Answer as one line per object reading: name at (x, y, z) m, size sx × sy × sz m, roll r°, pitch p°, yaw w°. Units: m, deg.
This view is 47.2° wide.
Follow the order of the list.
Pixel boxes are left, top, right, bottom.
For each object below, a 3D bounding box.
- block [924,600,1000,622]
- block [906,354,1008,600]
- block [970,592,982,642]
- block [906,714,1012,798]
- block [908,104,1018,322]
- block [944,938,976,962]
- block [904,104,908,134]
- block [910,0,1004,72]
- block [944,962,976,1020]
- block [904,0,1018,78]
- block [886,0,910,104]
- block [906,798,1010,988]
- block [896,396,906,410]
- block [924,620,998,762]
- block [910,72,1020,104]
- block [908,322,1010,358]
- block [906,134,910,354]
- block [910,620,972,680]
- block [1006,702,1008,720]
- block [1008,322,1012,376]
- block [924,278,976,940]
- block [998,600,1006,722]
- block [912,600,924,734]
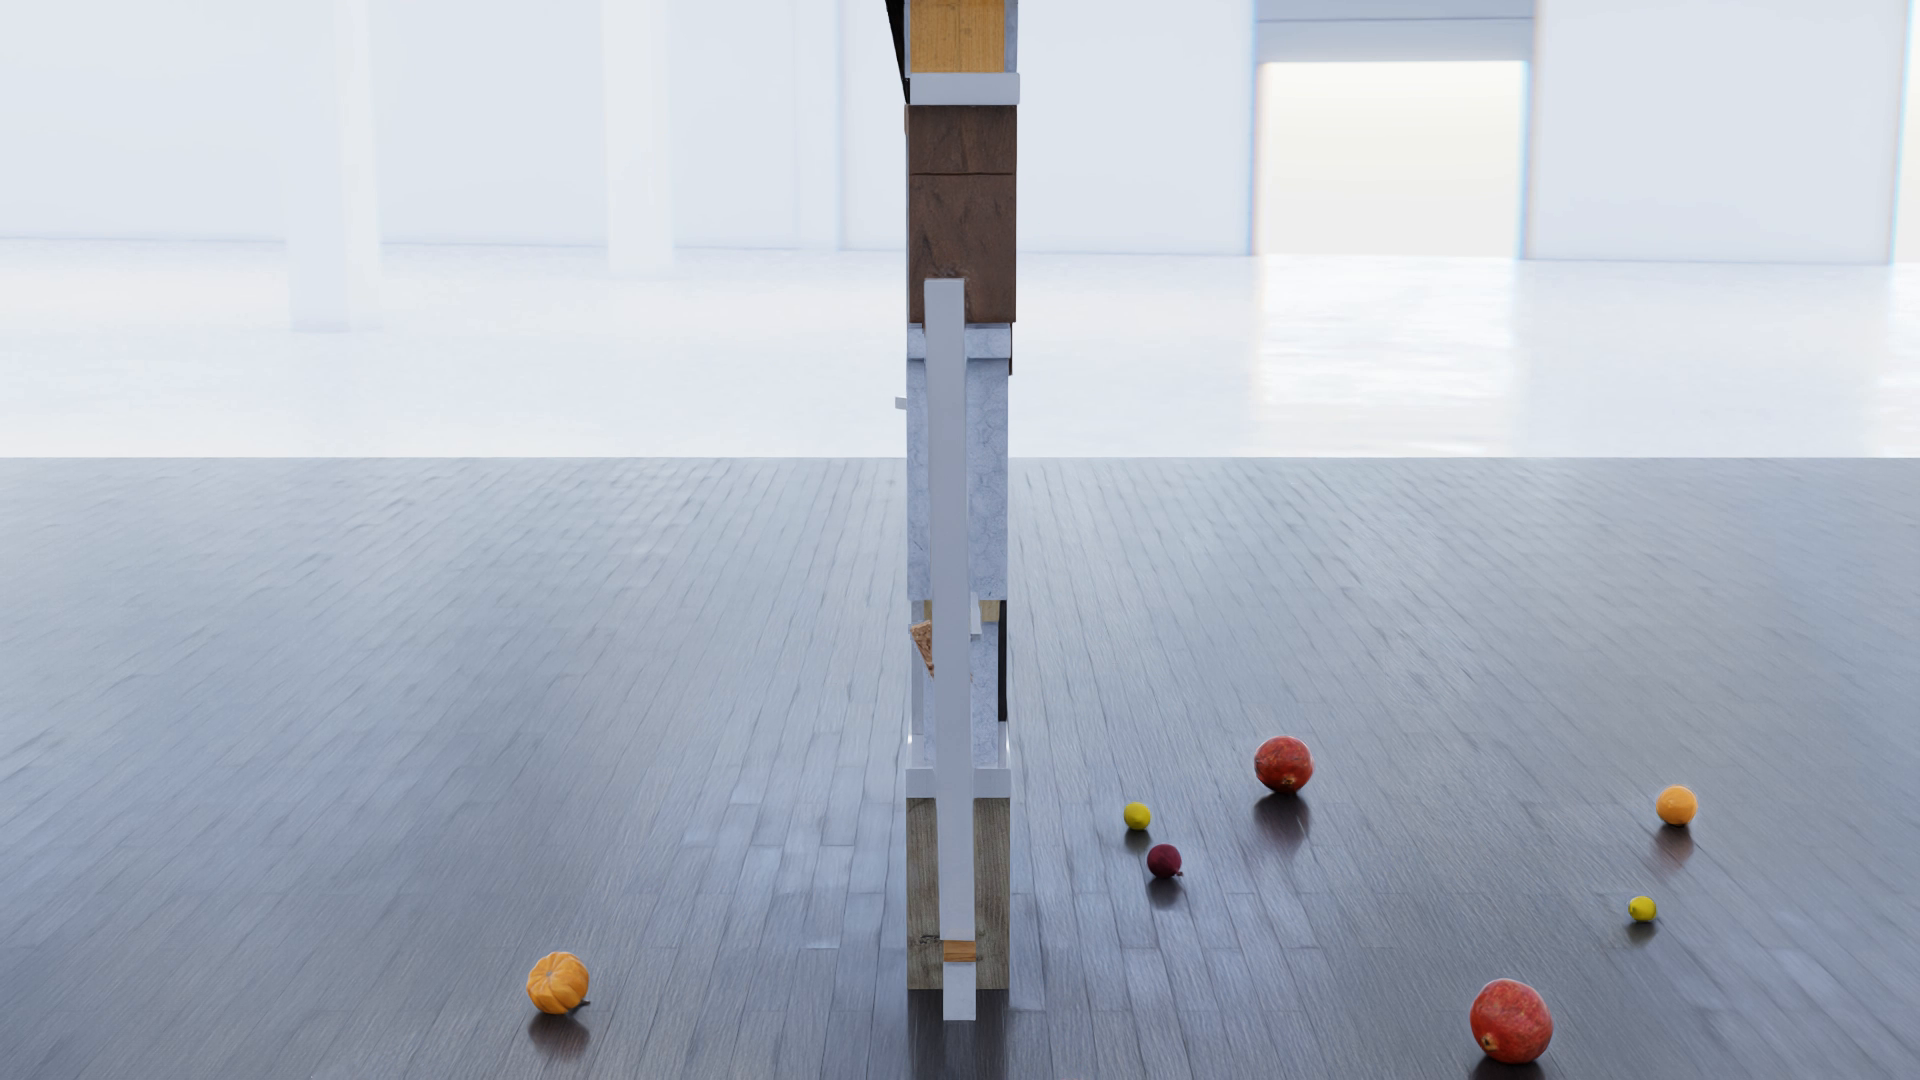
block at (0.006, 0.081, 3.246) m, size 0.108 × 0.030 × 0.215 m, roll 0°, pitch 11°, yaw 2°
block at (-0.004, -0.089, 3.122) m, size 0.143 × 0.349 × 0.040 m, roll 0°, pitch 11°, yaw -2°
block at (0.002, 0.105, 3.064) m, size 0.050 × 0.014 × 0.100 m, roll 7°, pitch 33°, yaw -8°
block at (-0.003, 0.323, 3.322) m, size 0.152 × 0.043 × 0.304 m, roll 0°, pitch 11°, yaw 0°
block at (0.004, -0.462, 3.121) m, size 0.152 × 0.304 × 0.043 m, roll 0°, pitch 10°, yaw 0°
block at (-0.001, 0.584, 3.164) m, size 0.046 × 0.013 × 0.092 m, roll 0°, pitch 11°, yaw 0°
block at (-0.007, -0.671, 3.510) m, size 0.159 × 0.045 × 0.319 m, roll 0°, pitch 10°, yaw 0°
block at (-0.004, -0.767, 2.994) m, size 0.130 × 0.259 × 0.037 m, roll 0°, pitch 31°, yaw 1°
block at (-0.001, 0.641, 3.144) m, size 0.046 × 0.092 × 0.013 m, roll 0°, pitch 11°, yaw 0°
block at (0.002, -0.846, 3.231) m, size 0.169 × 0.337 × 0.048 m, roll 0°, pitch 36°, yaw -1°
block at (-0.024, -0.824, 3.405) m, size 0.169 × 0.048 × 0.377 m, roll 2°, pitch -33°, yaw 10°
block at (-0.003, 0.512, 3.254) m, size 0.152 × 0.304 × 0.043 m, roll 0°, pitch 11°, yaw 0°
block at (-0.033, -0.222, 3.610) m, size 0.071 × 0.020 × 0.142 m, roll -9°, pitch 14°, yaw -41°
block at (0.001, 0.215, 3.197) m, size 0.108 × 0.215 × 0.030 m, roll 0°, pitch 11°, yaw 0°
block at (0.005, -0.651, 3.188) m, size 0.152 × 0.043 × 0.304 m, roll 0°, pitch 10°, yaw -1°
block at (-0.001, -0.297, 3.177) m, size 0.143 × 0.040 × 0.285 m, roll 0°, pitch 11°, yaw 0°
block at (-0.004, -0.451, 3.441) m, size 0.159 × 0.361 × 0.045 m, roll 0°, pitch 10°, yaw 0°
block at (-0.025, 0.156, 3.021) m, size 0.050 × 0.100 × 0.014 m, roll -19°, pitch 19°, yaw 13°
block at (0.002, 0.275, 3.624) m, size 0.148 × 0.042 × 0.297 m, roll 0°, pitch 11°, yaw 0°
block at (0.004, -0.451, 3.328) m, size 0.152 × 0.402 × 0.043 m, roll 0°, pitch 10°, yaw 0°
block at (-0.012, 0.121, 2.990) m, size 0.050 × 0.977 × 0.014 m, roll 1°, pitch 22°, yaw 5°
block at (0.005, 0.146, 3.417) m, size 0.135 × 0.271 × 0.038 m, roll 0°, pitch 11°, yaw 0°
block at (-0.020, 0.188, 3.343) m, size 0.108 × 0.215 × 0.030 m, roll 0°, pitch 10°, yaw 2°
